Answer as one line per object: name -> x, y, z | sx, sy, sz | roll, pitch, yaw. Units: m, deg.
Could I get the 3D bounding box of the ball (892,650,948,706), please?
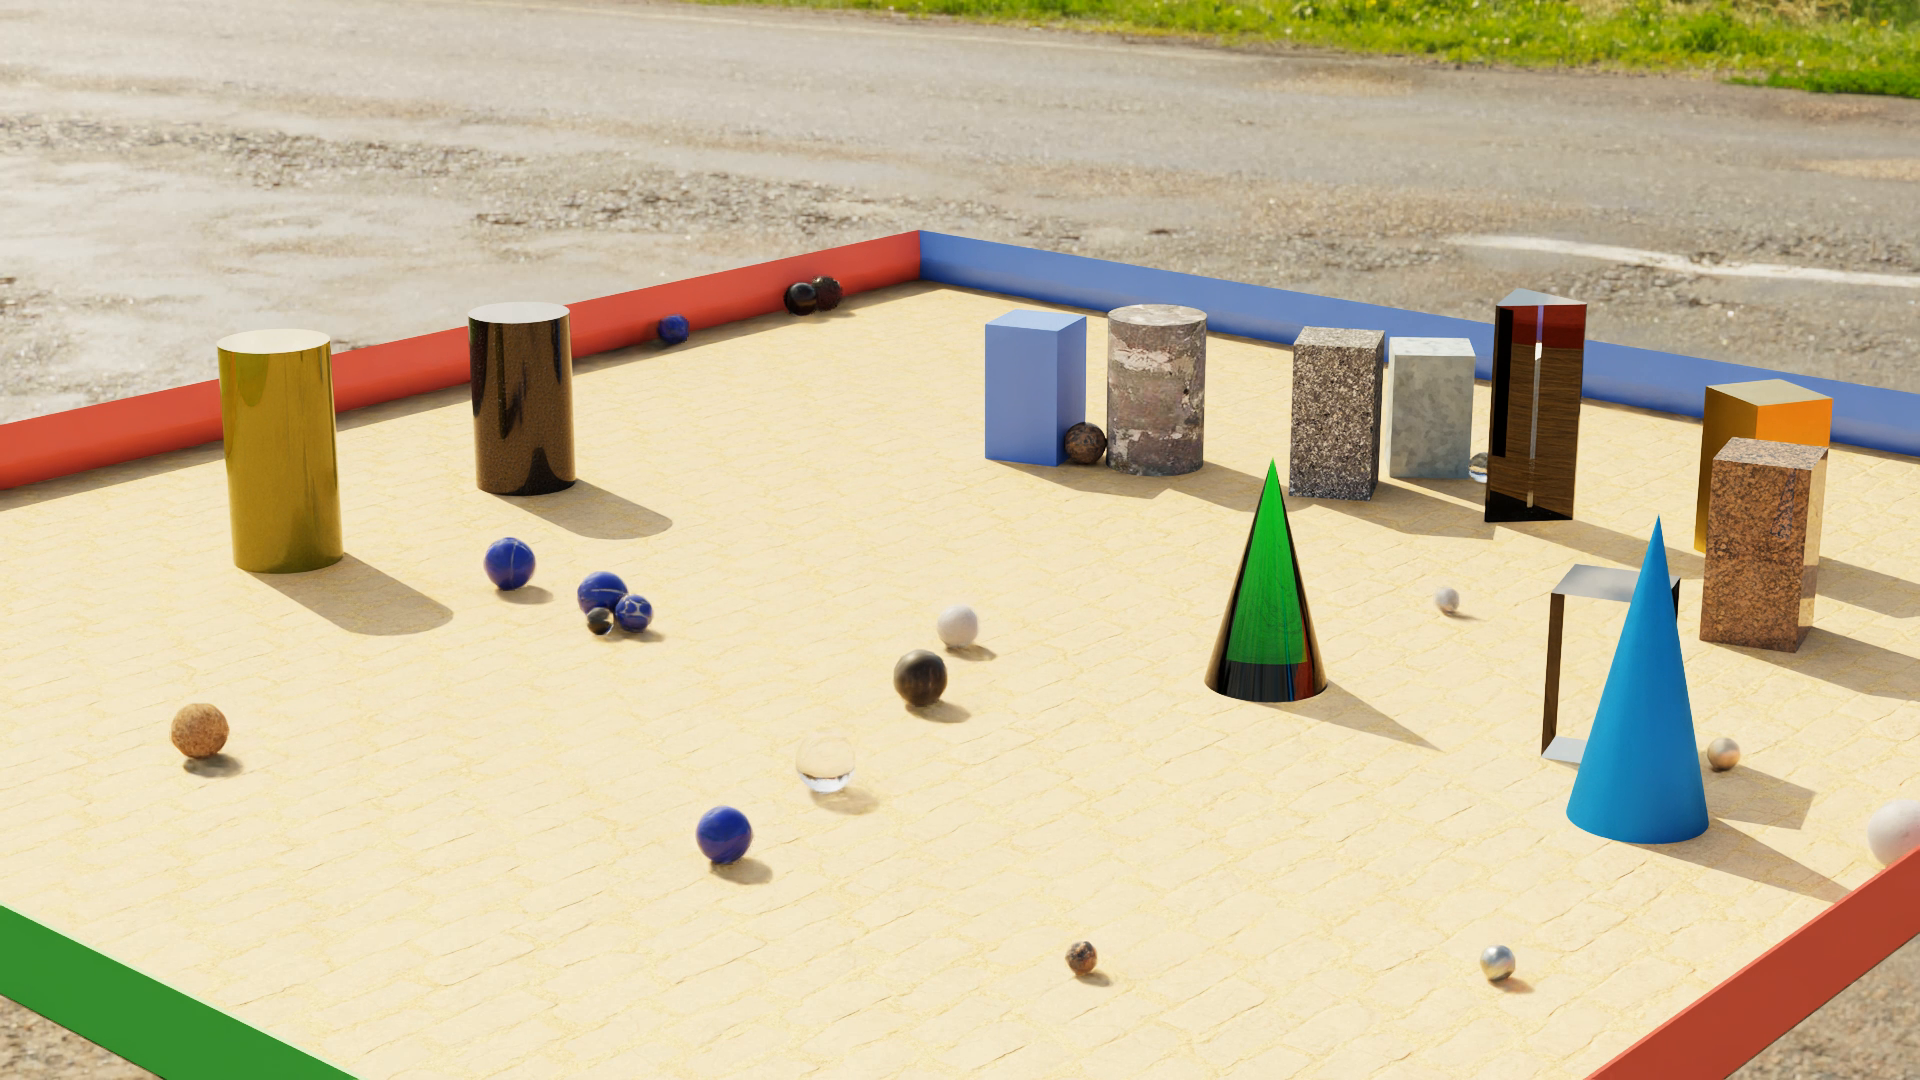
ball -> -0.062, 0.215, 4.590 | 0.087, 0.087, 0.087 | 0, 17, 0

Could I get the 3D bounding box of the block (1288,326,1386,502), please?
block -> 0.739, -0.249, 5.751 | 0.158, 0.305, 0.158 | 4, 17, 13

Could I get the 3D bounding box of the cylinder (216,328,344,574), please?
cylinder -> -1.224, -0.161, 5.287 | 0.198, 0.405, 0.198 | 0, 17, 0

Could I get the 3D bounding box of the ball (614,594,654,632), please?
ball -> -0.548, 0.123, 4.933 | 0.064, 0.064, 0.064 | 0, 17, 0

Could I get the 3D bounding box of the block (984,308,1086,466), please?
block -> 0.155, -0.313, 6.004 | 0.158, 0.282, 0.158 | 7, 18, 23

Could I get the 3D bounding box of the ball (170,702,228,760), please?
ball -> -1.132, 0.284, 4.365 | 0.084, 0.084, 0.084 | 0, 17, 0

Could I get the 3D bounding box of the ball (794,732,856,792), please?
ball -> -0.194, 0.321, 4.236 | 0.089, 0.089, 0.089 | 0, 17, 0

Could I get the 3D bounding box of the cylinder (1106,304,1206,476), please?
cylinder -> 0.396, -0.304, 5.926 | 0.198, 0.309, 0.198 | 0, 17, 0

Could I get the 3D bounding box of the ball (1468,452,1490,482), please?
ball -> 1.041, -0.144, 5.825 | 0.062, 0.062, 0.062 | 0, 17, 0

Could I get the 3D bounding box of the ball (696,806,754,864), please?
ball -> -0.321, 0.400, 3.988 | 0.079, 0.079, 0.079 | 0, 17, 0

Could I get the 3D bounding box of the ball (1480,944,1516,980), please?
ball -> 0.668, 0.524, 3.637 | 0.045, 0.045, 0.045 | 0, 17, 0

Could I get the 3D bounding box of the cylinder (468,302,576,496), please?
cylinder -> -0.863, -0.280, 5.783 | 0.198, 0.346, 0.198 | 0, 17, 0

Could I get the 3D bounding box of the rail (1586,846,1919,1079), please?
rail -> 1.392, 0.381, 3.962 | 0.045, 0.129, 3.973 | 14, 22, 39

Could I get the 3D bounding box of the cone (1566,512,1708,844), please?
cone -> 0.959, 0.177, 4.087 | 0.198, 0.449, 0.198 | 0, 17, 0

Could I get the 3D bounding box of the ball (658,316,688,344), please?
ball -> -0.685, -0.501, 6.994 | 0.071, 0.071, 0.071 | 0, 17, 0

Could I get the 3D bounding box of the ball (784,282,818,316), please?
ball -> -0.395, -0.599, 7.295 | 0.085, 0.085, 0.085 | 0, 17, 0

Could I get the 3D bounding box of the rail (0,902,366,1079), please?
rail -> -1.287, 0.460, 3.701 | 3.735, 0.129, 0.045 | 14, 22, 39

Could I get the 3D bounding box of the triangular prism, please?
triangular prism -> 1.075, -0.258, 5.584 | 0.171, 0.419, 0.148 | -2, 17, -6

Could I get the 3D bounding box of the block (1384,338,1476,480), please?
block -> 0.945, -0.267, 5.902 | 0.158, 0.252, 0.158 | 1, 17, 4

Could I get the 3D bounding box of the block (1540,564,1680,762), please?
block -> 0.972, 0.189, 4.378 | 0.158, 0.258, 0.158 | 7, 18, 23

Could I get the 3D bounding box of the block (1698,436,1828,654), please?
block -> 1.340, 0.007, 4.888 | 0.158, 0.313, 0.158 | 8, 18, 24

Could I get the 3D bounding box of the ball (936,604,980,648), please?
ball -> -0.004, 0.143, 4.855 | 0.072, 0.072, 0.072 | 0, 17, 0

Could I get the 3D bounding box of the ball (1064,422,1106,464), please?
ball -> 0.255, -0.197, 5.958 | 0.086, 0.086, 0.086 | 0, 17, 0

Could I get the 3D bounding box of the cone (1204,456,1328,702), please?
cone -> 0.490, 0.047, 4.646 | 0.198, 0.376, 0.198 | 0, 17, 0

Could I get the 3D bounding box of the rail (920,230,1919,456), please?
rail -> 1.287, -0.395, 6.539 | 3.735, 0.129, 0.045 | 14, 22, 39

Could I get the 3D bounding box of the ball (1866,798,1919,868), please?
ball -> 1.275, 0.399, 3.958 | 0.099, 0.099, 0.099 | 0, 17, 0

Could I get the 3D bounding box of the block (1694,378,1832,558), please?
block -> 1.453, -0.118, 5.312 | 0.158, 0.308, 0.158 | -6, 18, -20

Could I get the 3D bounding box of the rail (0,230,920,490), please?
rail -> -1.392, -0.317, 6.277 | 0.045, 0.129, 3.973 | 14, 22, 39

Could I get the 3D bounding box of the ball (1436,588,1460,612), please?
ball -> 0.838, 0.104, 5.036 | 0.043, 0.043, 0.043 | 0, 17, 0

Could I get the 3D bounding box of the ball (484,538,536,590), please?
ball -> -0.792, 0.041, 5.158 | 0.092, 0.092, 0.092 | 0, 17, 0

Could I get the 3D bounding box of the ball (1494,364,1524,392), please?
ball -> 1.226, -0.363, 6.549 | 0.063, 0.063, 0.063 | 0, 17, 0

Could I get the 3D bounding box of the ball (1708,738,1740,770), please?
ball -> 1.127, 0.315, 4.325 | 0.048, 0.048, 0.048 | 0, 17, 0

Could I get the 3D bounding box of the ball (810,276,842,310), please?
ball -> -0.338, -0.619, 7.355 | 0.087, 0.087, 0.087 | 0, 17, 0

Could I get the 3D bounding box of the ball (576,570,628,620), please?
ball -> -0.607, 0.096, 4.982 | 0.088, 0.088, 0.088 | 0, 17, 0

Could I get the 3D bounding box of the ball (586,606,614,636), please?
ball -> -0.604, 0.136, 4.919 | 0.048, 0.048, 0.048 | 0, 17, 0

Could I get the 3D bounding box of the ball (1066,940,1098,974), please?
ball -> 0.152, 0.520, 3.656 | 0.041, 0.041, 0.041 | 0, 17, 0
